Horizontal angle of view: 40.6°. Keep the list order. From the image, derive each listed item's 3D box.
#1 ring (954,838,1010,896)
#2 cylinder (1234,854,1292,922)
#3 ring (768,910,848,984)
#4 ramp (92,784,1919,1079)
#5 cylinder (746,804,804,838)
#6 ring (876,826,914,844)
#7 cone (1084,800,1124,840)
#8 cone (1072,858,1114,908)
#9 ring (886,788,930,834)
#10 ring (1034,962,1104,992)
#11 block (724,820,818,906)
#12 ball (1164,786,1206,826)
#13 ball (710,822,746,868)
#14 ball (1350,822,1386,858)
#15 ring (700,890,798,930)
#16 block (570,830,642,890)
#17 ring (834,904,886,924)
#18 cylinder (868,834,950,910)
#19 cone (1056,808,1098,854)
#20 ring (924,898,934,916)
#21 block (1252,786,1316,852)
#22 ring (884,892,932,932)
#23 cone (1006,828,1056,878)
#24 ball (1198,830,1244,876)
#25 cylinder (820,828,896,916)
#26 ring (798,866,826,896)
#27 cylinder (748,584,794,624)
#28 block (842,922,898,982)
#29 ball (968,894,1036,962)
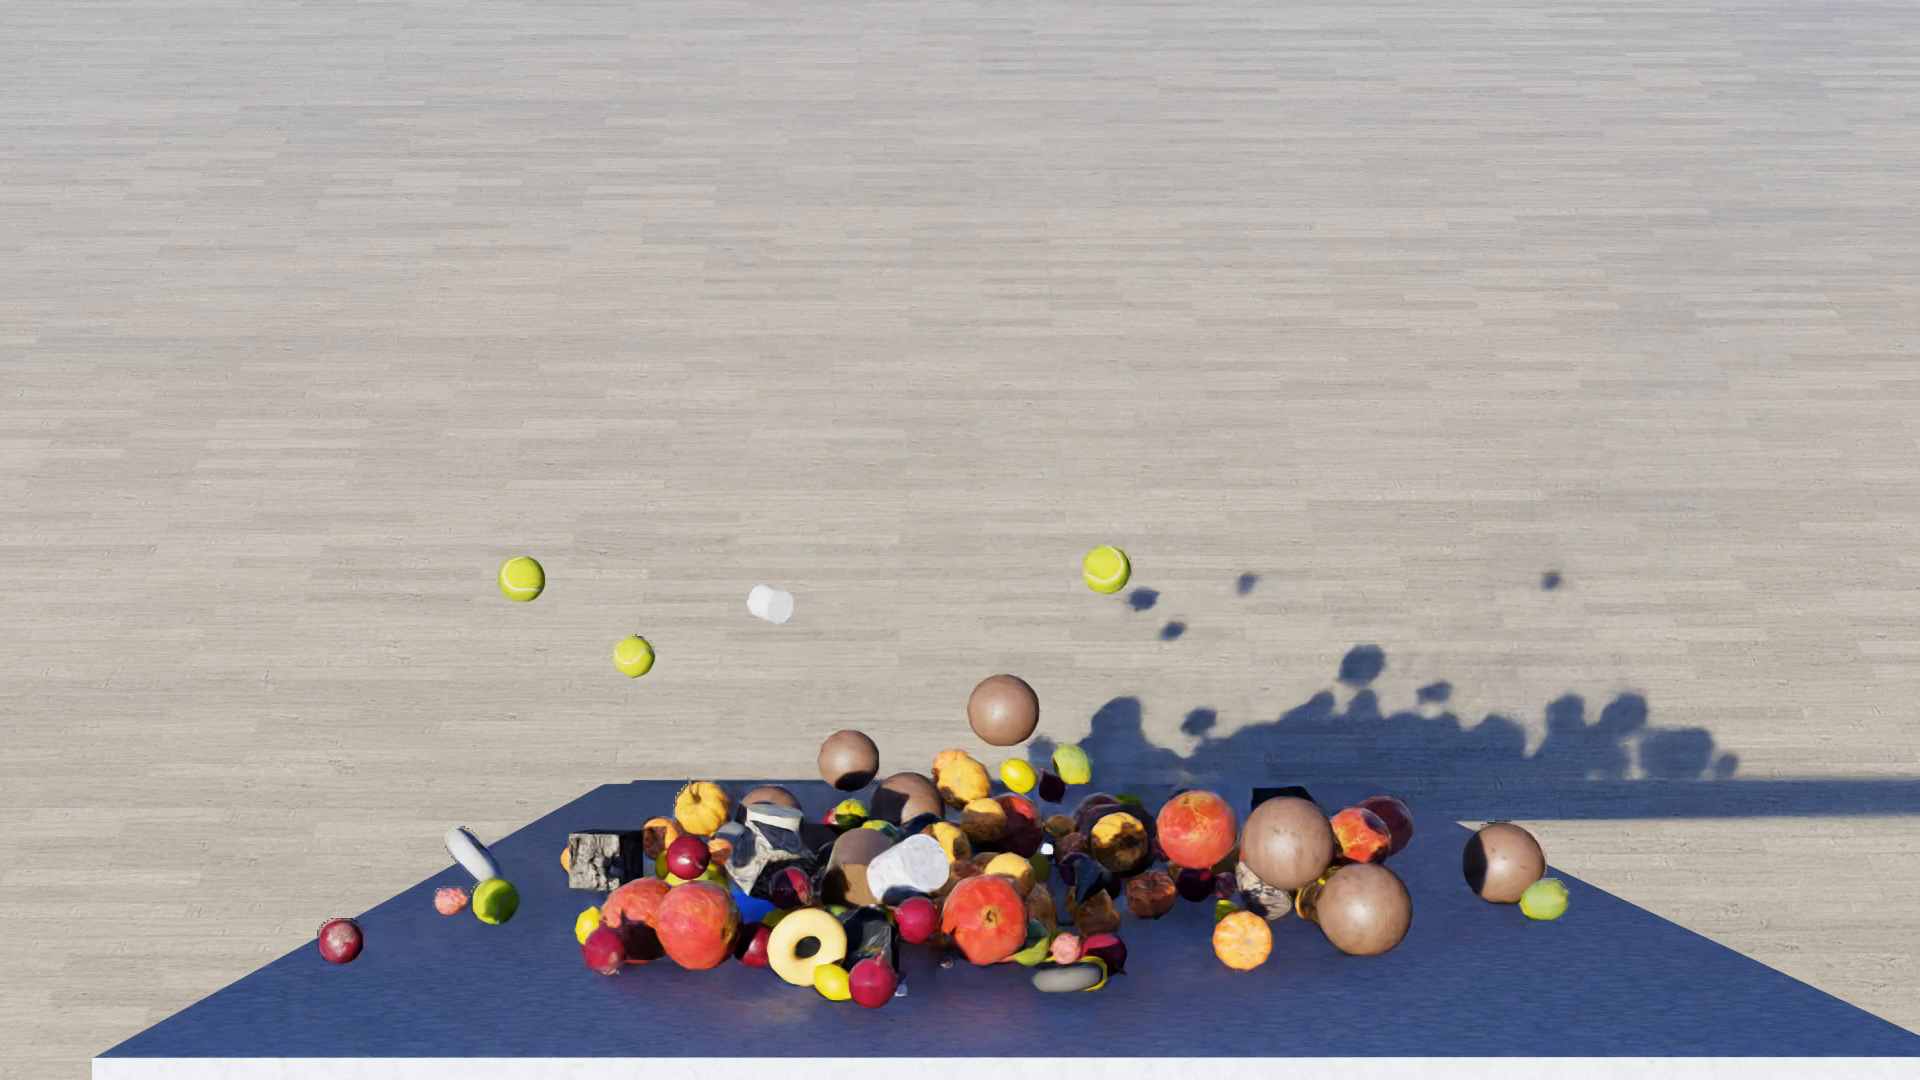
[{"bbox_3d":[0.035,0.525,4.133,0.038,0.115,0.115,-42,36,9],"label":"ring"},{"bbox_3d":[0.457,0.525,3.912,0.073,0.073,0.073,-5,52,-7],"label":"cylinder"},{"bbox_3d":[-0.188,0.503,3.203,0.101,0.101,0.034,-9,19,-14],"label":"ring"},{"bbox_3d":[0.074,0.644,4.766,2.000,0.100,4.000,0,-1,0],"label":"ramp"},{"bbox_3d":[-0.290,0.460,4.011,0.086,0.086,0.086,7,6,-1],"label":"cylinder"},{"bbox_3d":[-0.092,0.494,4.035,0.126,0.042,0.126,24,26,-12],"label":"ring"},{"bbox_3d":[0.301,0.585,5.260,0.085,0.085,0.085,-5,26,-8],"label":"cone"},{"bbox_3d":[0.173,0.486,3.602,0.062,0.062,0.062,14,52,20],"label":"cone"},{"bbox_3d":[-0.095,0.497,4.729,0.094,0.094,0.031,-29,25,-36],"label":"ring"},{"bbox_3d":[0.132,0.534,3.167,0.087,0.029,0.087,-7,-5,-1],"label":"ring"},{"bbox_3d":[-0.265,0.452,3.628,0.079,0.079,0.079,20,14,-39],"label":"block"},{"bbox_3d":[0.424,0.502,4.899,0.077,0.077,0.077,0,33,0],"label":"ball"},{"bbox_3d":[-0.405,0.549,4.654,0.086,0.086,0.086,0,33,0],"label":"ball"},{"bbox_3d":[0.764,0.562,4.859,0.067,0.067,0.067,0,33,0],"label":"ball"},{"bbox_3d":[-0.311,0.548,3.843,0.145,0.048,0.145,-4,-2,0],"label":"ring"},{"bbox_3d":[-0.598,0.540,4.387,0.092,0.092,0.092,0,-1,19],"label":"block"},{"bbox_3d":[-0.157,0.524,3.423,0.131,0.044,0.131,-28,1,1],"label":"ring"},{"bbox_3d":[-0.070,0.449,3.510,0.080,0.080,0.080,21,53,-30],"label":"cylinder"},{"bbox_3d":[0.226,0.557,4.995,0.083,0.083,0.083,0,-1,0],"label":"cone"},{"bbox_3d":[-0.099,0.558,3.975,0.122,0.041,0.122,-1,-2,0],"label":"ring"},{"bbox_3d":[0.613,0.530,4.915,0.097,0.097,0.097,-6,66,22],"label":"block"},{"bbox_3d":[-0.108,0.512,3.764,0.137,0.137,0.046,-3,26,-4],"label":"ring"},{"bbox_3d":[0.133,0.569,4.565,0.092,0.092,0.092,-6,26,-8],"label":"cone"},{"bbox_3d":[0.457,0.549,4.537,0.081,0.081,0.081,0,33,0],"label":"ball"},{"bbox_3d":[-0.140,0.473,3.662,0.099,0.099,0.099,4,25,6],"label":"cylinder"},{"bbox_3d":[-0.243,0.564,4.287,0.121,0.040,0.121,2,1,0],"label":"ring"},{"bbox_3d":[-0.382,0.129,5.239,0.066,0.066,0.066,-26,27,-33],"label":"cylinder"},{"bbox_3d":[-0.114,0.521,3.279,0.063,0.063,0.063,-4,73,6],"label":"block"},{"bbox_3d":[0.056,0.521,3.489,0.092,0.092,0.092,0,33,0],"label":"ball"}]
